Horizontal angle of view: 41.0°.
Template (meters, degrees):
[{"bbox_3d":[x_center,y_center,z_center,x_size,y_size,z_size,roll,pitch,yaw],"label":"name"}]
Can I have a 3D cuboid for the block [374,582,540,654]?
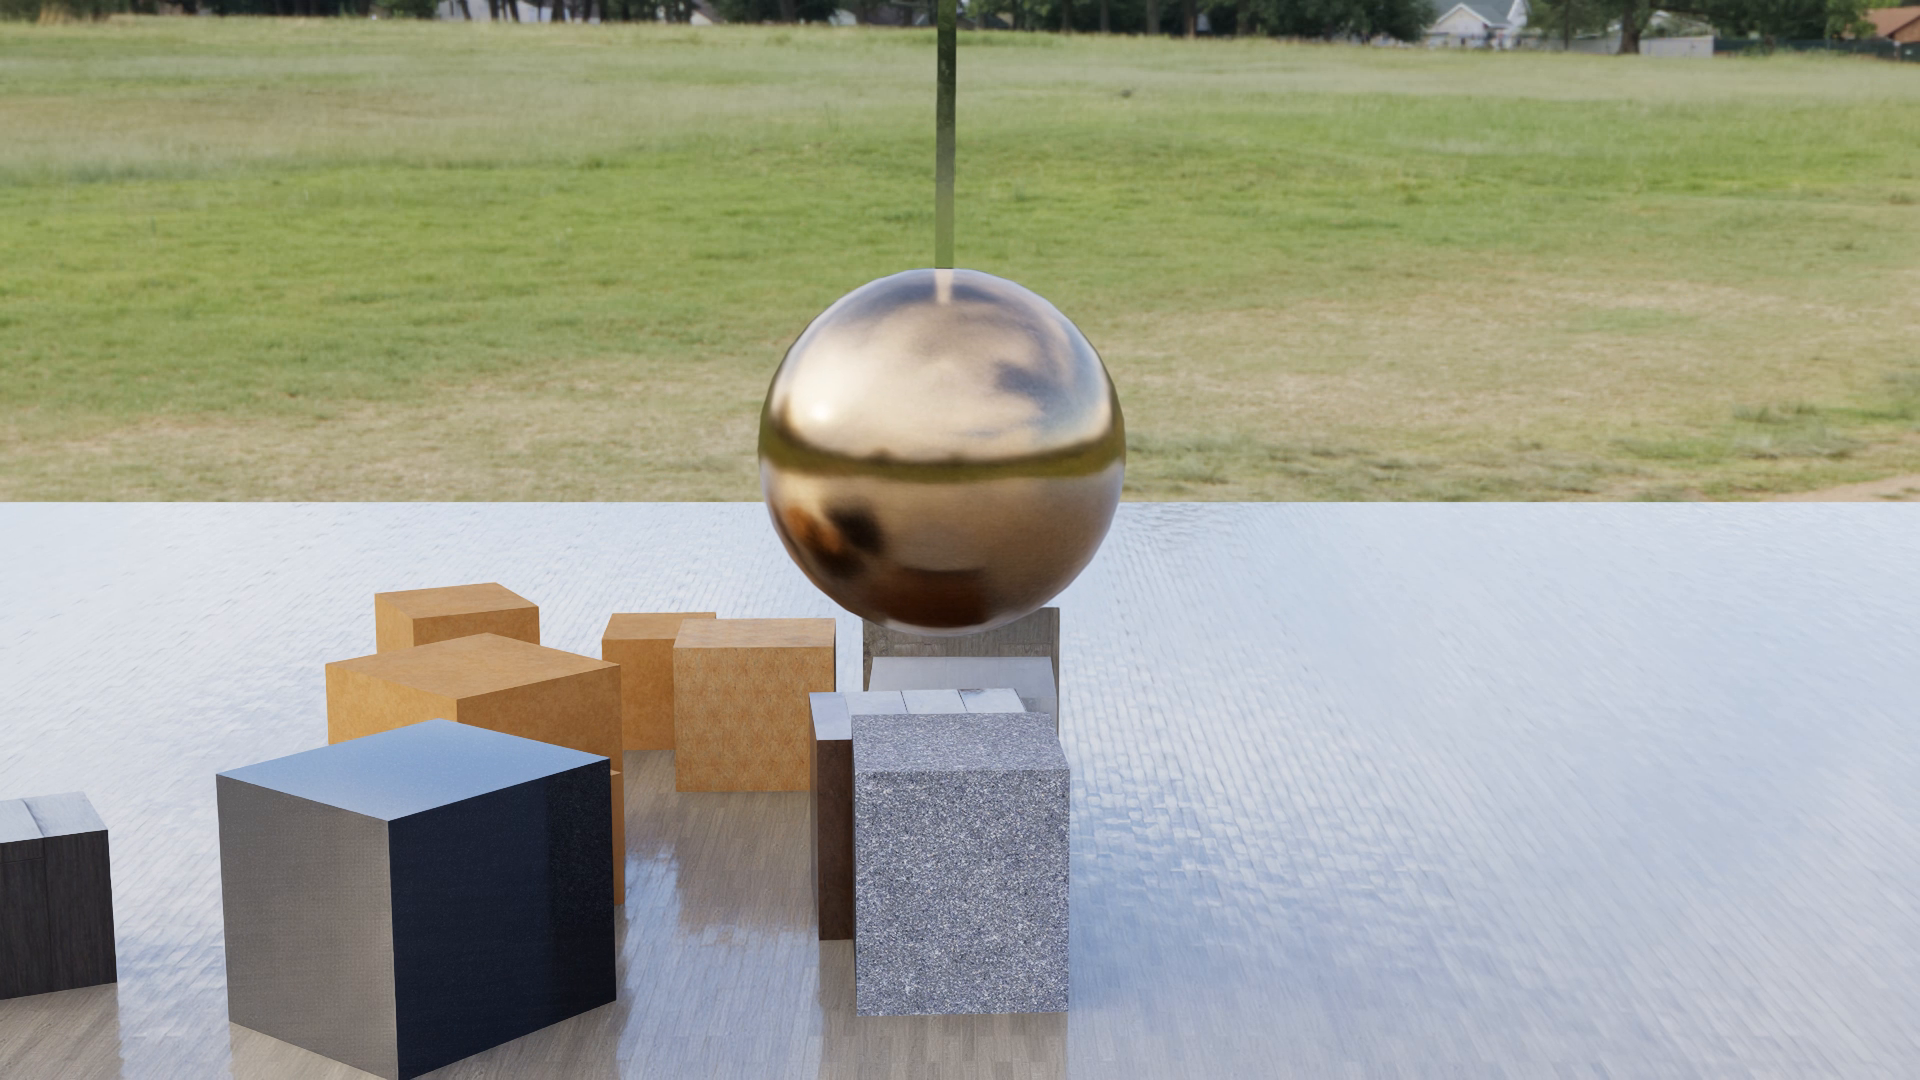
[{"bbox_3d":[-2.677,0.687,13.686,0.674,0.752,0.742,-5,12,-27],"label":"block"}]

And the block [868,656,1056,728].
[{"bbox_3d":[0.009,1.016,11.734,0.832,0.803,0.803,0,10,0],"label":"block"}]

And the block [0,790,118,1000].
[{"bbox_3d":[-3.752,1.406,10.097,0.706,0.621,0.610,-5,12,-27],"label":"block"}]

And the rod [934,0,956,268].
[{"bbox_3d":[-0.034,-3.725,10.503,0.080,5.200,0.080,1,10,0],"label":"rod"}]

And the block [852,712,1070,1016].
[{"bbox_3d":[-0.014,1.248,10.047,0.800,0.951,0.873,-1,10,-3],"label":"block"}]

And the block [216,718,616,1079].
[{"bbox_3d":[-2.032,1.314,9.655,0.980,0.960,1.059,8,13,38],"label":"block"}]

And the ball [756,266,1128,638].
[{"bbox_3d":[-0.078,-0.380,11.111,1.600,1.600,1.600,0,10,0],"label":"ball"}]

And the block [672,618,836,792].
[{"bbox_3d":[-1.025,0.825,12.987,0.786,0.731,0.678,0,10,-2],"label":"block"}]

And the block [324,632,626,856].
[{"bbox_3d":[-2.189,0.996,11.600,0.985,0.891,0.895,9,14,42],"label":"block"}]

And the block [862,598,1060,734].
[{"bbox_3d":[0.007,0.739,12.595,0.925,1.040,0.968,0,10,0],"label":"block"}]

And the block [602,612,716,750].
[{"bbox_3d":[-1.603,0.750,13.772,0.567,0.596,0.672,0,10,-3],"label":"block"}]

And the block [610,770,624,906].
[{"bbox_3d":[-1.834,1.281,10.909,0.524,0.577,0.599,9,14,42],"label":"block"}]

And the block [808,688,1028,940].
[{"bbox_3d":[-0.168,1.146,10.893,0.905,0.848,0.811,-1,10,-5],"label":"block"}]
